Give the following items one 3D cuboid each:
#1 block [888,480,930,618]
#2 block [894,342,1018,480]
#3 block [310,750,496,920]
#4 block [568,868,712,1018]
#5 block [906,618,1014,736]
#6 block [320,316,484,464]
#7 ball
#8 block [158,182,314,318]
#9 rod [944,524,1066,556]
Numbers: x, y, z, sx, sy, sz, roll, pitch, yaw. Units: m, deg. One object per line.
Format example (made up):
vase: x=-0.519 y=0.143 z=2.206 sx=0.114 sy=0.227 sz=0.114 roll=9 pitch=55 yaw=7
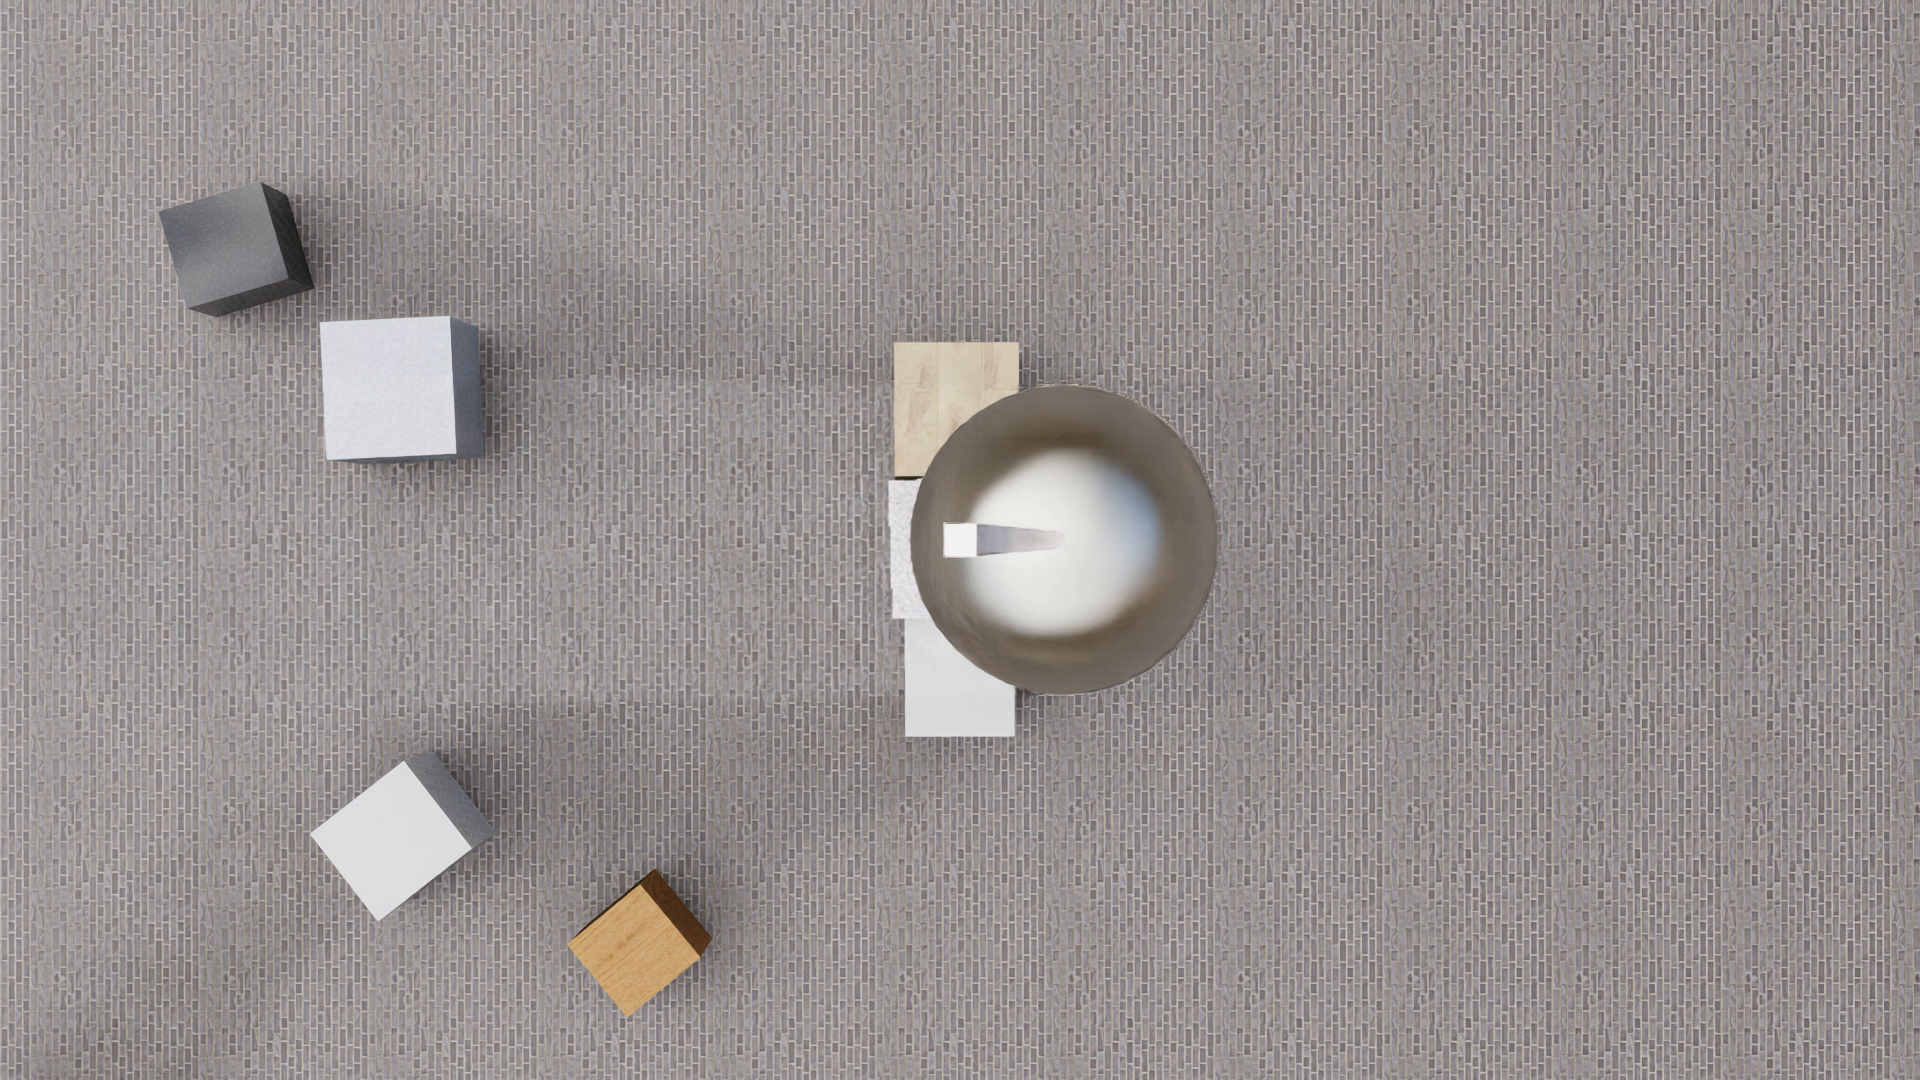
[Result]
block: x=-0.063 y=0.043 z=12.641 sx=0.653 sy=0.719 sz=0.774 roll=-2 pitch=90 yaw=0
block: x=-0.019 y=-0.730 z=12.649 sx=0.696 sy=0.703 sz=0.751 roll=0 pitch=90 yaw=0
block: x=-3.195 y=1.691 z=12.672 sx=0.667 sy=0.656 sz=0.622 roll=-38 pitch=90 yaw=0
block: x=-1.840 y=2.318 z=12.701 sx=0.534 sy=0.598 sz=0.535 roll=-40 pitch=90 yaw=0
block: x=-0.001 y=0.773 z=12.691 sx=0.615 sy=0.619 sz=0.666 roll=0 pitch=90 yaw=0
block: x=-3.195 y=-0.850 z=12.643 sx=0.725 sy=0.715 sz=0.770 roll=-3 pitch=90 yaw=0
ball: x=0.537 y=0.000 z=11.348 sx=1.600 sy=1.600 sz=1.600 roll=0 pitch=90 yaw=0
block: x=-4.186 y=-1.677 z=12.749 sx=0.605 sy=0.501 sz=0.575 roll=-16 pitch=90 yaw=0
rod: x=0.233 y=0.000 z=7.962 sx=0.080 sy=5.200 sz=0.080 roll=0 pitch=90 yaw=5
